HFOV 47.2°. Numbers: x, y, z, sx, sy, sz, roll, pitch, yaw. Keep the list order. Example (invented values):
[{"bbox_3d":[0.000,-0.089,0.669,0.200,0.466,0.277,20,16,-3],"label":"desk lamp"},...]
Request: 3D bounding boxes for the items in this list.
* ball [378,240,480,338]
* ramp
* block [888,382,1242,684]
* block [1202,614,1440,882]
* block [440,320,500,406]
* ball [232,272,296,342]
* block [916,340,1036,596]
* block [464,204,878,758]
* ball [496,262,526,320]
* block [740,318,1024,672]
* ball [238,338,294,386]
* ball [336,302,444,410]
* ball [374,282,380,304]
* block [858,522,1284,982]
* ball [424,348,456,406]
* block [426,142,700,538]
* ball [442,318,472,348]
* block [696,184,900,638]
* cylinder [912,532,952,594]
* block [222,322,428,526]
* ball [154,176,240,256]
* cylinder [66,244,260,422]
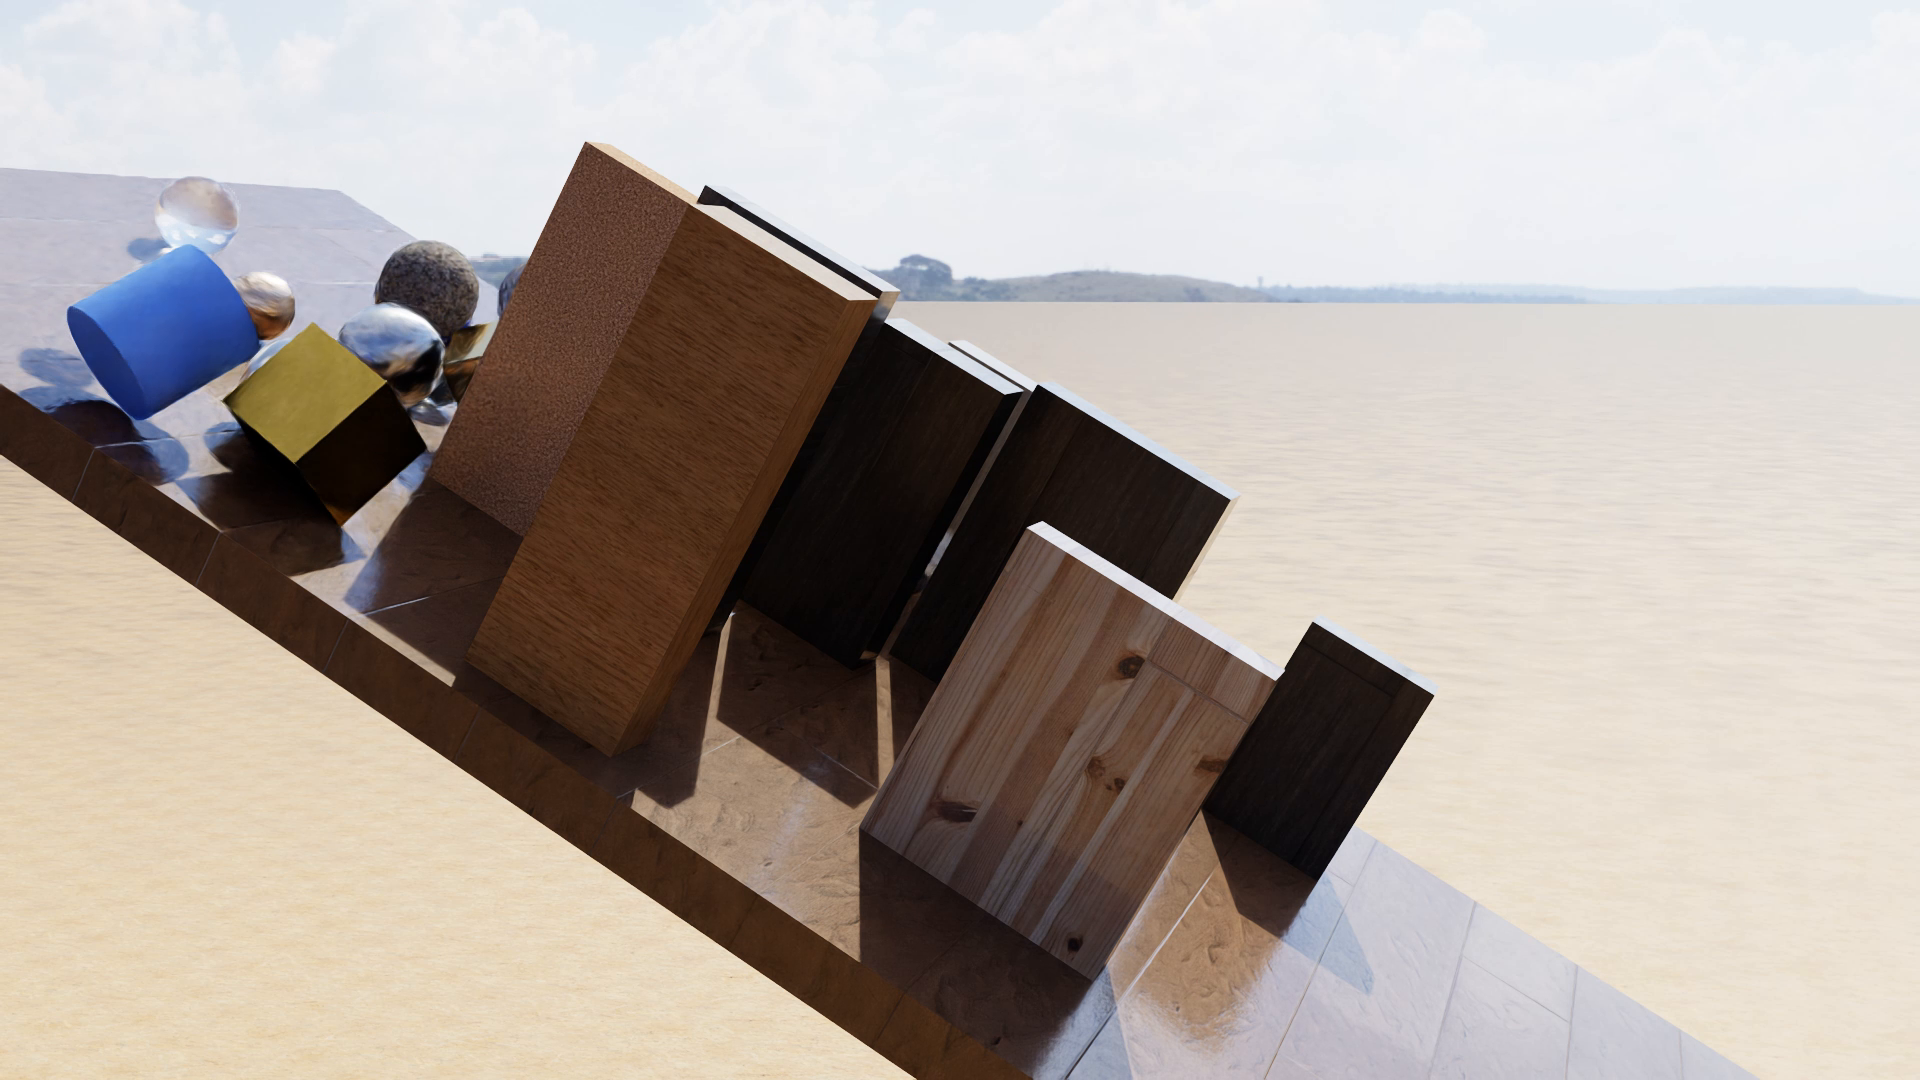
[{"bbox_3d":[-1.034,-0.488,4.284,0.191,0.191,0.191,0,7,0],"label":"ball"},{"bbox_3d":[-0.195,0.322,4.133,4.000,0.100,2.000,32,15,11],"label":"ramp"},{"bbox_3d":[0.201,0.068,4.302,0.433,0.618,0.117,32,15,11],"label":"block"},{"bbox_3d":[0.724,0.417,4.435,0.277,0.450,0.104,32,15,11],"label":"block"},{"bbox_3d":[-0.865,-0.313,4.118,0.146,0.146,0.146,-13,31,6],"label":"block"},{"bbox_3d":[-1.320,-0.441,4.146,0.131,0.131,0.131,0,7,0],"label":"ball"},{"bbox_3d":[0.001,-0.133,4.811,0.309,0.519,0.116,32,15,11],"label":"block"},{"bbox_3d":[-0.437,-0.085,3.283,0.278,0.783,0.127,32,15,11],"label":"block"},{"bbox_3d":[-0.884,-0.497,4.663,0.195,0.195,0.195,0,7,0],"label":"ball"},{"bbox_3d":[-0.156,-0.087,4.181,0.275,0.607,0.132,32,15,11],"label":"block"},{"bbox_3d":[-1.132,-0.252,3.747,0.186,0.186,0.186,0,7,0],"label":"ball"},{"bbox_3d":[-1.074,-0.344,4.140,0.204,0.204,0.204,0,7,0],"label":"ball"},{"bbox_3d":[-1.194,-0.523,4.702,0.115,0.115,0.115,0,7,0],"label":"ball"},{"bbox_3d":[0.169,0.330,3.451,0.444,0.565,0.093,32,15,11],"label":"block"},{"bbox_3d":[-1.025,-0.321,4.331,0.115,0.115,0.115,0,7,0],"label":"ball"},{"bbox_3d":[-0.642,-0.317,3.908,0.365,0.675,0.097,32,15,11],"label":"block"},{"bbox_3d":[-1.101,-0.466,4.553,0.179,0.179,0.179,0,7,0],"label":"ball"},{"bbox_3d":[-0.439,-0.226,3.915,0.374,0.708,0.097,32,15,11],"label":"block"},{"bbox_3d":[-0.103,0.040,4.508,0.135,0.135,0.135,-27,-12,40],"label":"cylinder"},{"bbox_3d":[-1.025,-0.187,3.558,0.192,0.192,0.192,36,-19,25],"label":"block"},{"bbox_3d":[-1.527,-0.648,4.403,0.162,0.162,0.162,0,7,0],"label":"ball"},{"bbox_3d":[-1.277,-0.334,3.528,0.208,0.208,0.208,-38,27,-29],"label":"cylinder"}]
